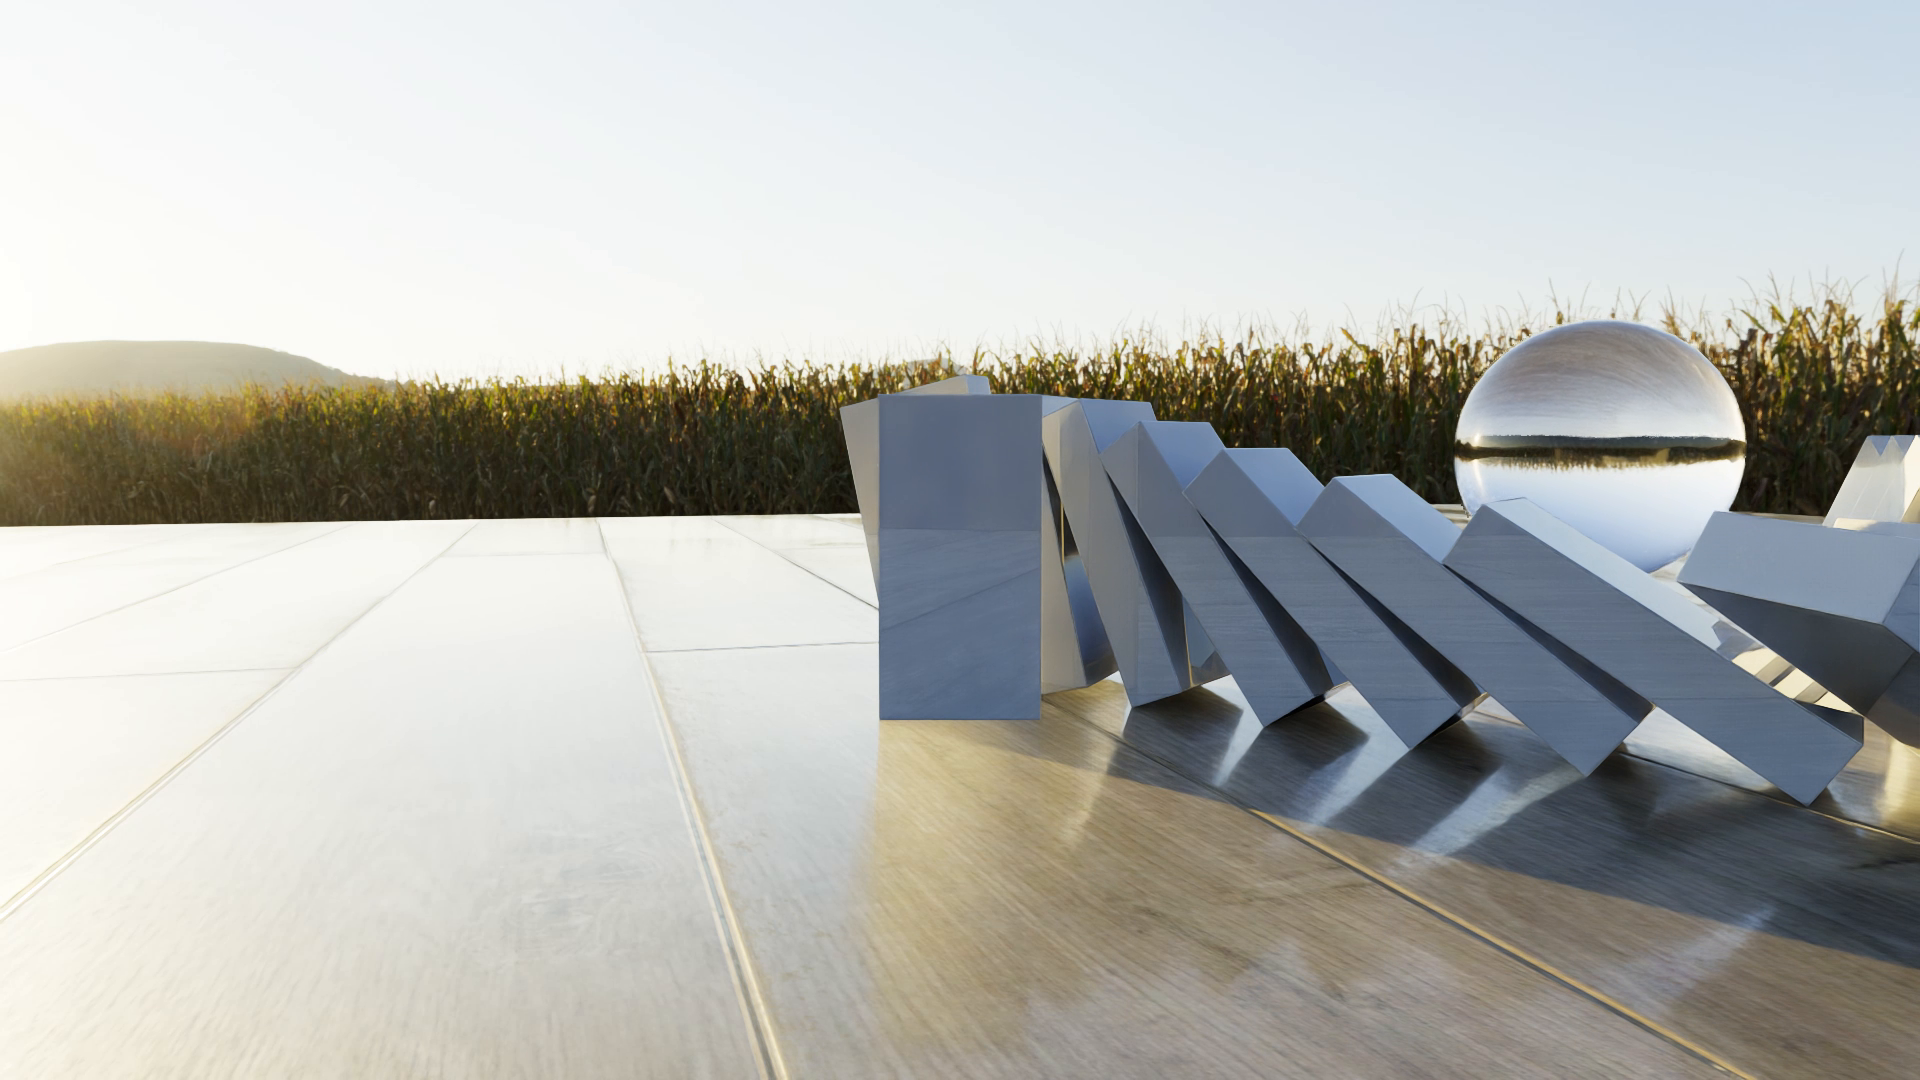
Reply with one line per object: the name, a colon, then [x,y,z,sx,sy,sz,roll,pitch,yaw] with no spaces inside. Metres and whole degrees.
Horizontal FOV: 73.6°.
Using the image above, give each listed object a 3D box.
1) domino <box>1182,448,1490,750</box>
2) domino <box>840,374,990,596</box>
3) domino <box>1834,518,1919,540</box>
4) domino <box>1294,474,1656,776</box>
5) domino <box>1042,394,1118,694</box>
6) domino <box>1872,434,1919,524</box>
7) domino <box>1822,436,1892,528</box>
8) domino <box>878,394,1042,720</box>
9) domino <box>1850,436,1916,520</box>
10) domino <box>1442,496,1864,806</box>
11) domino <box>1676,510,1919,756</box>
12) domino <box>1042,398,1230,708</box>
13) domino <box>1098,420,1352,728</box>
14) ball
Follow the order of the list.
domino: [0.058,0.007,0.195,0.025,0.009,0.050,-6,52,-53]
domino: [-0.003,-0.001,0.225,0.025,0.050,0.010,-12,-1,25]
domino: [0.131,0.014,0.155,0.050,0.010,0.025,30,-5,-20]
domino: [0.074,0.010,0.183,0.050,0.009,0.025,45,28,25]
domino: [0.017,0.000,0.227,0.009,0.050,0.025,-12,-1,25]
domino: [0.238,-0.003,0.312,0.025,0.050,0.009,1,44,8]
domino: [0.243,-0.005,0.336,0.025,0.050,0.009,1,44,8]
domino: [0.000,0.002,0.201,0.025,0.050,0.009,0,4,0]
domino: [0.241,-0.004,0.324,0.025,0.050,0.010,1,44,8]
domino: [0.091,0.012,0.170,0.050,0.009,0.025,39,24,26]
domino: [0.110,0.014,0.147,0.050,0.010,0.025,30,-1,-19]
domino: [0.031,0.001,0.218,0.009,0.050,0.025,-24,-10,34]
domino: [0.044,0.004,0.207,0.009,0.050,0.025,-40,-19,32]
ball: [0.193,-0.027,0.392,0.080,0.080,0.080,0,4,0]
